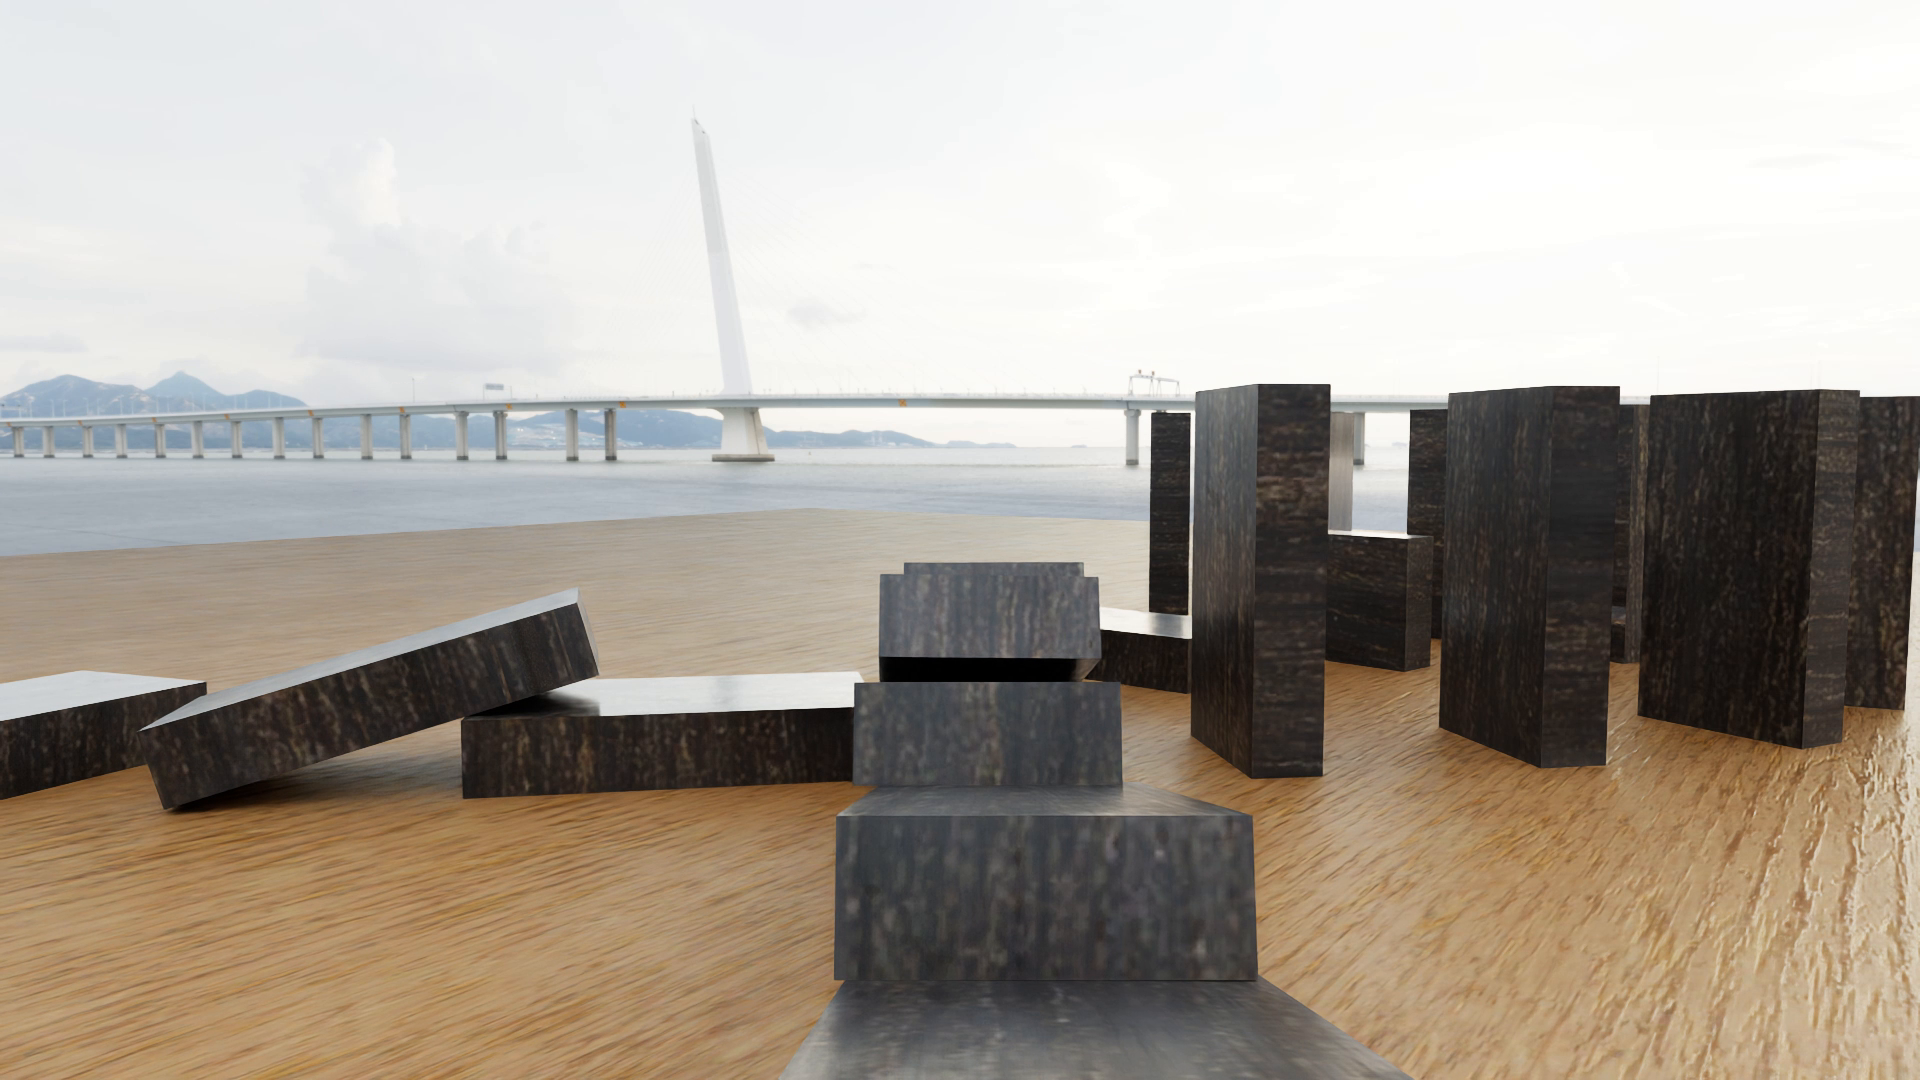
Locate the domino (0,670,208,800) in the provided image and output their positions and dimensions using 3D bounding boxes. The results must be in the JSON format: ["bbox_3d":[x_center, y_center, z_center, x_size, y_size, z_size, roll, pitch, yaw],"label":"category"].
[{"bbox_3d":[-0.125,0.026,0.160,0.025,0.010,0.050,2,5,21],"label":"domino"}]

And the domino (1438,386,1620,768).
[{"bbox_3d":[0.079,0.004,0.180,0.009,0.050,0.025,-1,4,-10],"label":"domino"}]

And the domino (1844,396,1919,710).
[{"bbox_3d":[0.142,0.002,0.213,0.025,0.050,0.009,2,5,28],"label":"domino"}]

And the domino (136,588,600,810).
[{"bbox_3d":[-0.073,0.019,0.165,0.050,0.010,0.025,-17,7,-15],"label":"domino"}]

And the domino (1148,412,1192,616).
[{"bbox_3d":[0.053,-0.007,0.321,0.010,0.050,0.025,1,4,10],"label":"domino"}]

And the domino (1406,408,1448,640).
[{"bbox_3d":[0.111,-0.004,0.289,0.009,0.050,0.025,4,6,42],"label":"domino"}]

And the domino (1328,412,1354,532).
[{"bbox_3d":[0.086,-0.006,0.308,0.010,0.050,0.025,3,5,31],"label":"domino"}]

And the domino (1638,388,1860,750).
[{"bbox_3d":[0.116,0.003,0.190,0.009,0.050,0.025,-2,5,-26],"label":"domino"}]

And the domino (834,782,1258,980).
[{"bbox_3d":[0.005,0.025,0.101,0.025,0.010,0.050,0,-8,0],"label":"domino"}]

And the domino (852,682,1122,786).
[{"bbox_3d":[0.002,0.022,0.144,0.025,0.009,0.050,0,-8,0],"label":"domino"}]

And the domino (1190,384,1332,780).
[{"bbox_3d":[0.040,0.004,0.174,0.010,0.050,0.025,-1,4,-8],"label":"domino"}]

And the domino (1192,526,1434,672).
[{"bbox_3d":[0.070,0.011,0.260,0.009,0.025,0.050,-4,6,-41],"label":"domino"}]

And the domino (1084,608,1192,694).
[{"bbox_3d":[0.028,0.020,0.244,0.050,0.010,0.025,4,6,41],"label":"domino"}]

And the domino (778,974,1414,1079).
[{"bbox_3d":[0.005,0.027,0.057,0.025,0.009,0.050,0,-11,1],"label":"domino"}]

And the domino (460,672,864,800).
[{"bbox_3d":[-0.037,0.025,0.170,0.050,0.010,0.025,-1,4,-10],"label":"domino"}]

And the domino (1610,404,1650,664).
[{"bbox_3d":[0.137,-0.002,0.256,0.025,0.050,0.010,-2,5,-28],"label":"domino"}]

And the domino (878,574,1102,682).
[{"bbox_3d":[0.002,0.015,0.169,0.025,0.010,0.050,1,-16,-3],"label":"domino"}]

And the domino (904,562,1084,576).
[{"bbox_3d":[0.004,0.014,0.201,0.025,0.010,0.050,0,-16,-1],"label":"domino"}]
